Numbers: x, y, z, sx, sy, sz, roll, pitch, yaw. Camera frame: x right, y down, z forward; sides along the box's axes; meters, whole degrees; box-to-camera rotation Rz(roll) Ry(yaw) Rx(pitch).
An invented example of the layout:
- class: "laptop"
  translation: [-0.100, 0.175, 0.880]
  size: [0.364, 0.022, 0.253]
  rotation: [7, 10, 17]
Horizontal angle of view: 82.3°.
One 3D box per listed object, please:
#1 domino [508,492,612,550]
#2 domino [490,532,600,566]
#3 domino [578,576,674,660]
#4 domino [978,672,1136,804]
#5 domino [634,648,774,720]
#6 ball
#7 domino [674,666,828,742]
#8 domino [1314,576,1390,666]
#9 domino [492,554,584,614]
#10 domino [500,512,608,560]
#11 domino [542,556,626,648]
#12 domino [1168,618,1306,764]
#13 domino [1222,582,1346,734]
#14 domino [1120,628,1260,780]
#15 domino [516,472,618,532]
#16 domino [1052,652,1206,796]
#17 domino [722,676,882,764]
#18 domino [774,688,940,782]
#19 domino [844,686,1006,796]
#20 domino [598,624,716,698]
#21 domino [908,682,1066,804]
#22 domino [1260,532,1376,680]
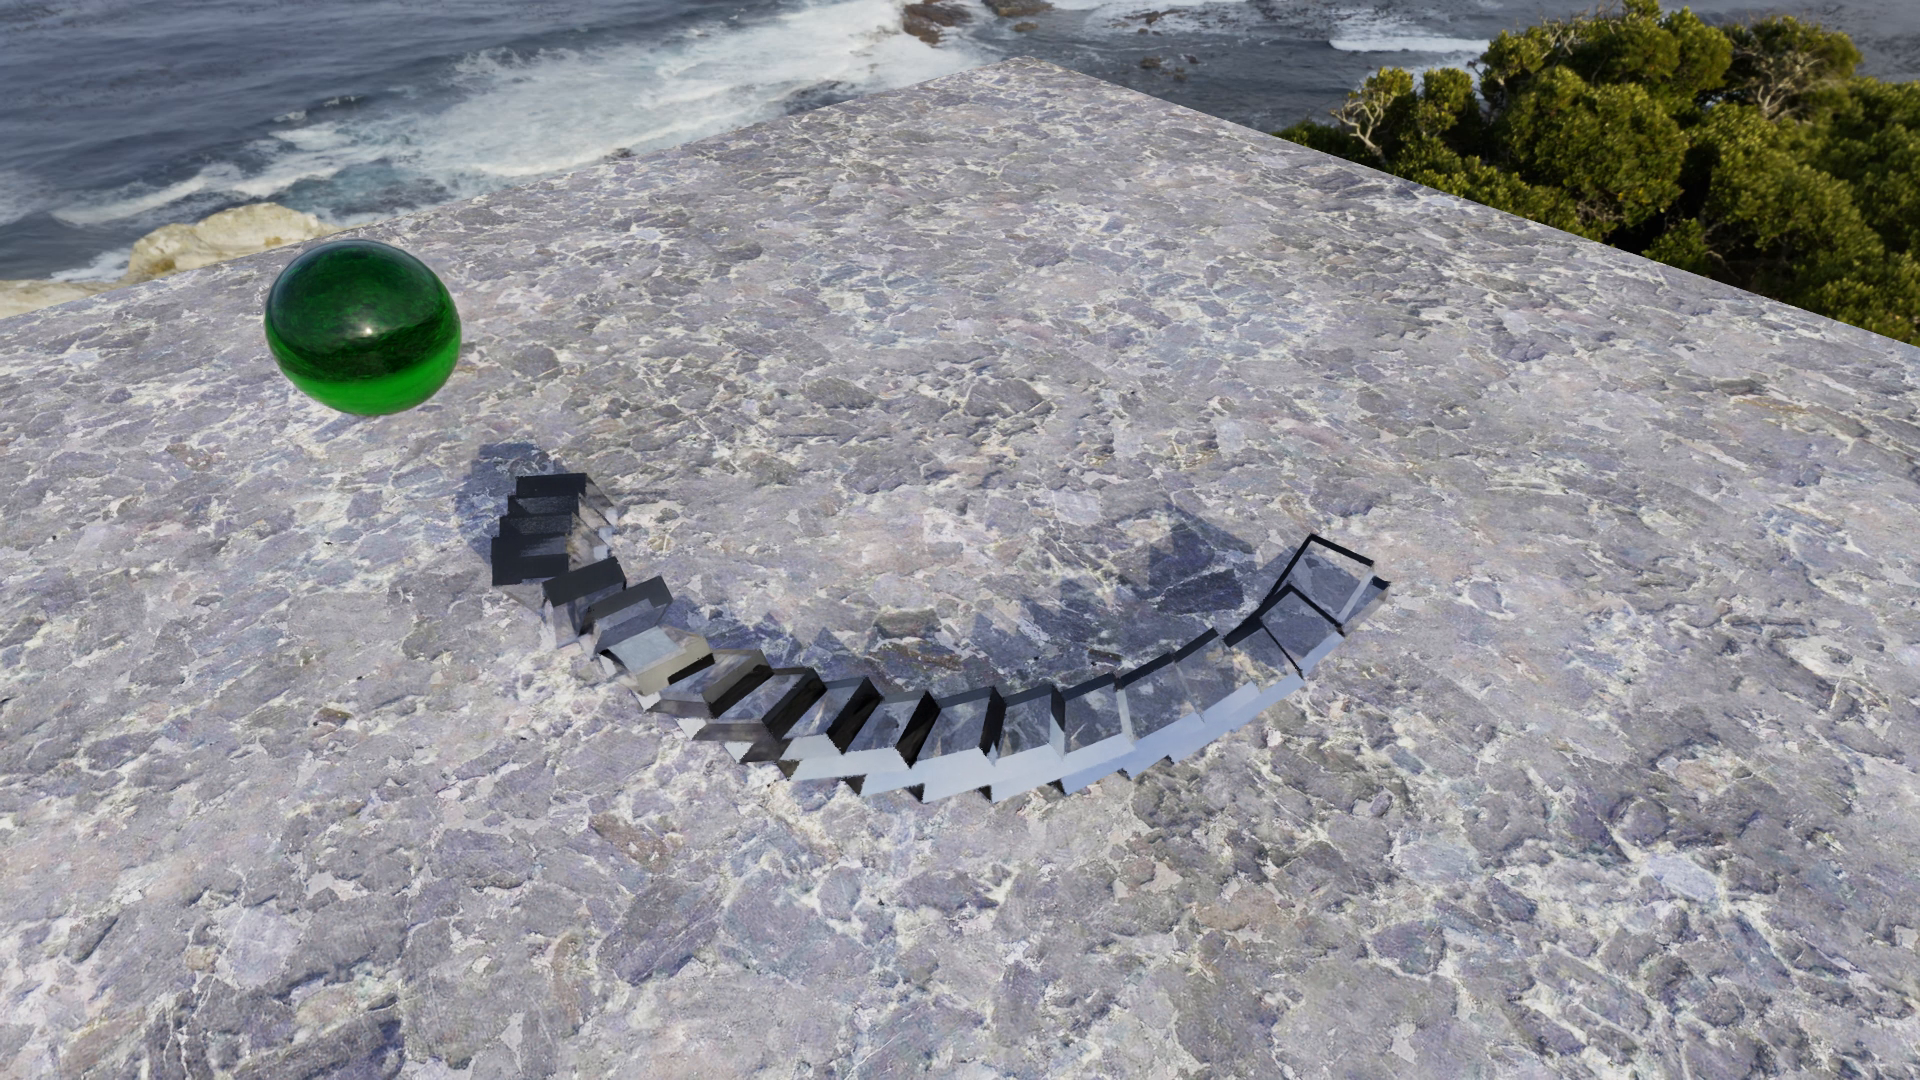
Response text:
- class: "domino"
  translation: [-0.152, -0.006, 0.422]
  size: [0.025, 0.050, 0.009]
  rotation: [-4, 76, -5]
- class: "domino"
  translation: [-0.150, 0.009, 0.404]
  size: [0.025, 0.050, 0.010]
  rotation: [-4, 76, -4]
- class: "domino"
  translation: [-0.117, 0.028, 0.382]
  size: [0.025, 0.050, 0.010]
  rotation: [-26, 85, -28]
- class: "domino"
  translation: [0.029, 0.063, 0.348]
  size: [0.050, 0.010, 0.025]
  rotation: [-25, 36, 18]
- class: "domino"
  translation: [-0.086, 0.047, 0.366]
  size: [0.050, 0.009, 0.025]
  rotation: [-6, 25, 49]
- class: "ball"
  translation: [-0.273, -0.097, 0.506]
  size: [0.080, 0.080, 0.080]
  rotation: [0, 39, 0]
- class: "domino"
  translation: [-0.069, 0.054, 0.358]
  size: [0.050, 0.009, 0.025]
  rotation: [-9, 28, 45]
- class: "domino"
  translation: [0.136, 0.026, 0.412]
  size: [0.050, 0.010, 0.025]
  rotation: [-31, 48, -32]
- class: "domino"
  translation: [-0.147, 0.016, 0.395]
  size: [0.025, 0.050, 0.010]
  rotation: [-4, 76, -5]
- class: "domino"
  translation: [-0.151, 0.001, 0.413]
  size: [0.025, 0.050, 0.009]
  rotation: [-4, 76, -5]
- class: "domino"
  translation: [-0.132, 0.022, 0.386]
  size: [0.025, 0.050, 0.010]
  rotation: [-22, 78, -25]
- class: "domino"
  translation: [0.086, 0.050, 0.366]
  size: [0.050, 0.009, 0.025]
  rotation: [-32, 43, 4]
- class: "domino"
  translation: [0.104, 0.040, 0.378]
  size: [0.050, 0.010, 0.025]
  rotation: [-39, 48, -4]
- class: "domino"
  translation: [0.069, 0.053, 0.358]
  size: [0.050, 0.010, 0.025]
  rotation: [-35, 43, 7]
- class: "domino"
  translation: [-0.153, -0.013, 0.431]
  size: [0.025, 0.050, 0.009]
  rotation: [-4, 76, -5]
- class: "domino"
  translation: [0.050, 0.059, 0.352]
  size: [0.050, 0.010, 0.025]
  rotation: [-30, 41, 13]
- class: "domino"
  translation: [-0.051, 0.058, 0.352]
  size: [0.050, 0.009, 0.025]
  rotation: [-13, 28, 39]
- class: "domino"
  translation: [-0.033, 0.062, 0.349]
  size: [0.050, 0.009, 0.025]
  rotation: [-13, 30, 33]
- class: "domino"
  translation: [-0.011, 0.064, 0.347]
  size: [0.050, 0.010, 0.025]
  rotation: [-18, 33, 27]
- class: "domino"
  translation: [-0.104, 0.040, 0.375]
  size: [0.025, 0.010, 0.050]
  rotation: [-26, 14, -28]
- class: "domino"
  translation: [0.008, 0.064, 0.347]
  size: [0.050, 0.010, 0.025]
  rotation: [-21, 34, 22]
- class: "domino"
  translation: [0.124, 0.024, 0.393]
  size: [0.025, 0.009, 0.050]
  rotation: [29, 74, 33]
